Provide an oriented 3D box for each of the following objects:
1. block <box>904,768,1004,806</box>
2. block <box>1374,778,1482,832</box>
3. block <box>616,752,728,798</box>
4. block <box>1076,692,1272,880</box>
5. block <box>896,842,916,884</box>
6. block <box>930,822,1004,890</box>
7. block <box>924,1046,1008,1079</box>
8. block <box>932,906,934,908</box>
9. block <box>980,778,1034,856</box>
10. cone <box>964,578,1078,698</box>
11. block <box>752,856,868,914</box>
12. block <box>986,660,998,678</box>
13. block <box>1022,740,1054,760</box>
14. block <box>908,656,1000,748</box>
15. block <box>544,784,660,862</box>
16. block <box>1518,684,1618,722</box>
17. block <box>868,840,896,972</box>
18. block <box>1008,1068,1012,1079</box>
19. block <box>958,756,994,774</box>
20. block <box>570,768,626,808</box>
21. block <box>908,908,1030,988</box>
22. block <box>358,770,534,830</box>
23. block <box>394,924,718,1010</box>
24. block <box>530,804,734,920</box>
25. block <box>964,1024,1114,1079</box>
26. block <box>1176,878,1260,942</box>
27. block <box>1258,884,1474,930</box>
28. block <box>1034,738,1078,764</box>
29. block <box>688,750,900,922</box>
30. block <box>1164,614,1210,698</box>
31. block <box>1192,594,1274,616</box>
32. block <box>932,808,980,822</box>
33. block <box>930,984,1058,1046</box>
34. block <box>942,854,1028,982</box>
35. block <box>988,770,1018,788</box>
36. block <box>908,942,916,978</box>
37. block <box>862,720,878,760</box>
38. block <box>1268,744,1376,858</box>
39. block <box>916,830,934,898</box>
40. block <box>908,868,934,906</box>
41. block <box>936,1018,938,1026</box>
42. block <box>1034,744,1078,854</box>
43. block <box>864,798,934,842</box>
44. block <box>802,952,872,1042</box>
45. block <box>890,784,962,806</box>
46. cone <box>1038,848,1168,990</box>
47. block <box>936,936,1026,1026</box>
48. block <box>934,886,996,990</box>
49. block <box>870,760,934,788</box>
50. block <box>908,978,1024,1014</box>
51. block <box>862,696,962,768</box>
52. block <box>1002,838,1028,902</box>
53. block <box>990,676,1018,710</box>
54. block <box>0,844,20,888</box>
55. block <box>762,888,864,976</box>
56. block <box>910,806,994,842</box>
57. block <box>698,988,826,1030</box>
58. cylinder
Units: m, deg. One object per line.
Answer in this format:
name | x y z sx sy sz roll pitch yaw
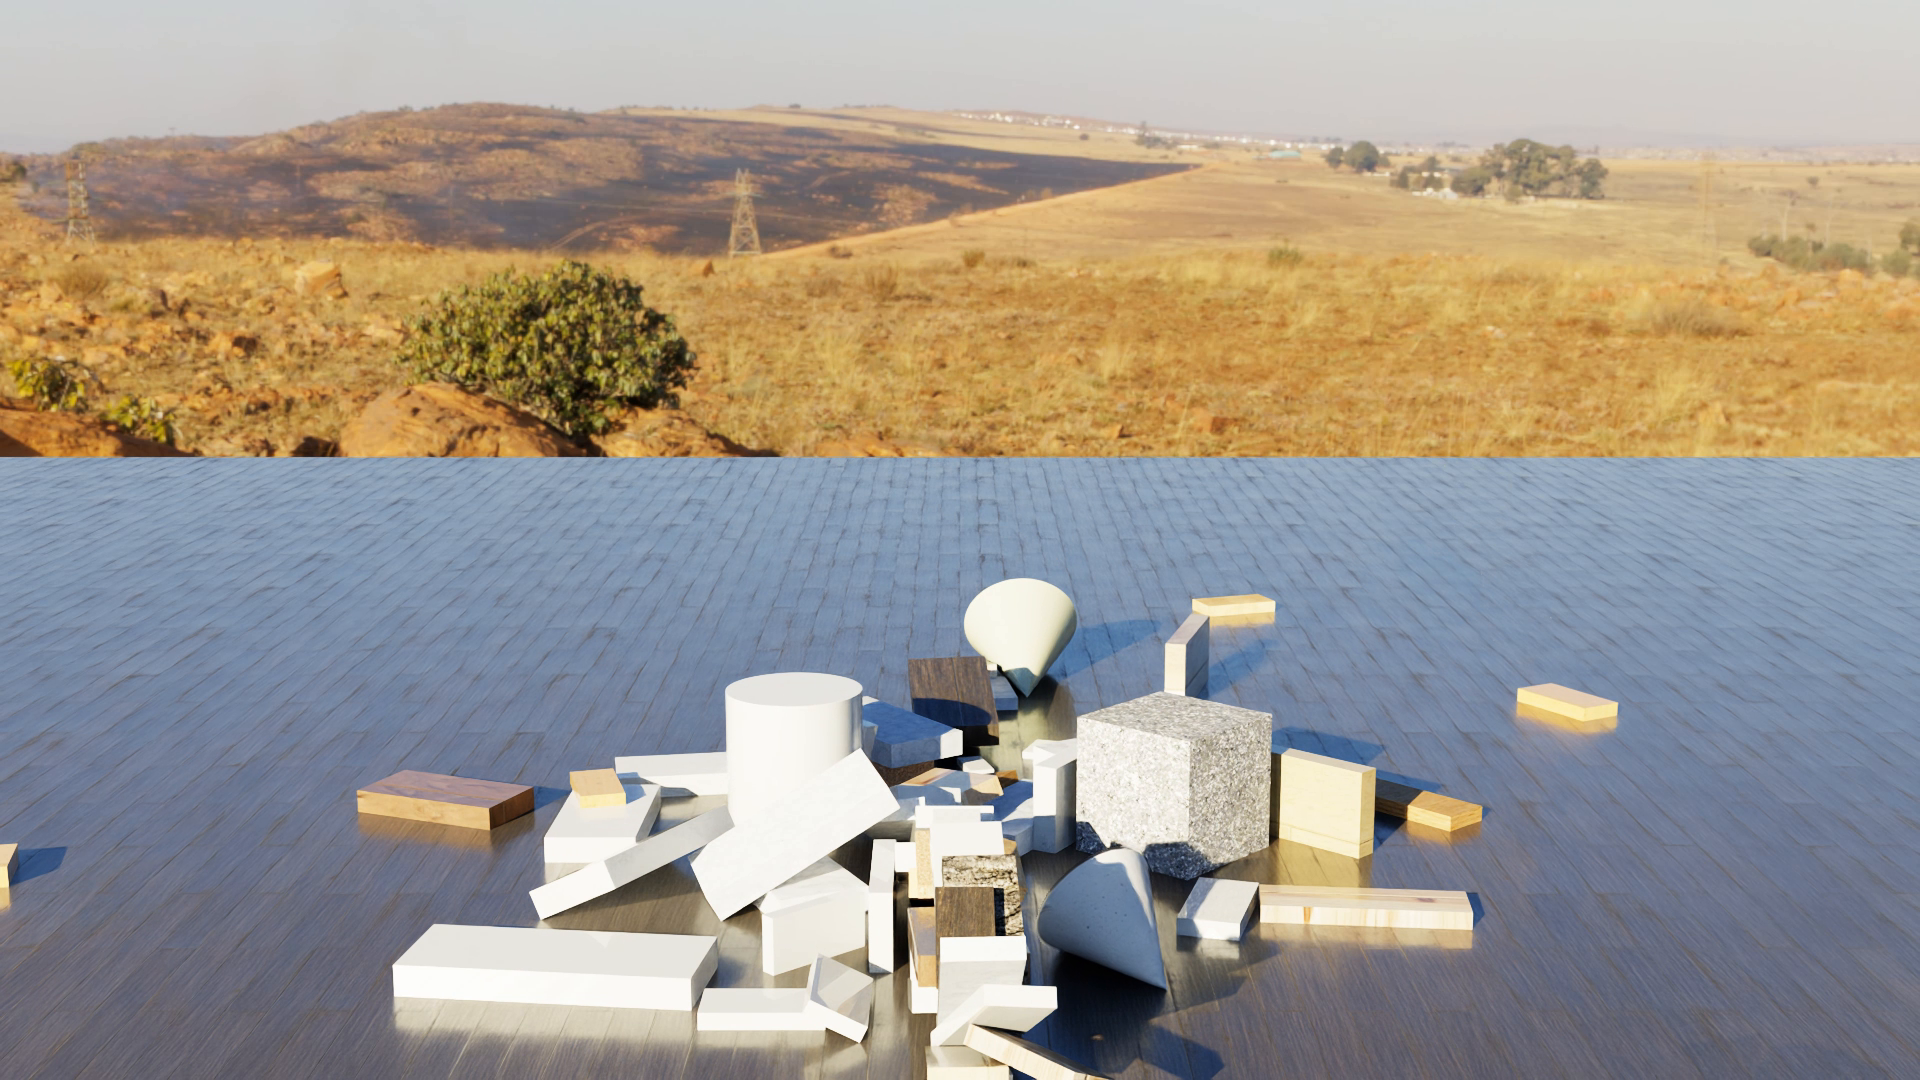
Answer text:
block | -0.037 0.465 4.022 0.126 0.036 0.252 -23 8 -25
block | 0.825 0.489 4.136 0.097 0.027 0.304 -9 14 -41
block | -0.521 0.456 4.278 0.292 0.041 0.146 -2 11 -10
block | 0.377 0.427 3.880 0.243 0.243 0.243 9 14 41
block | -0.023 0.525 3.569 0.158 0.045 0.316 -1 -12 -1
block | 0.014 0.466 2.990 0.099 0.028 0.198 -1 39 -4
block | 0.006 0.657 2.741 0.097 0.028 0.194 0 -5 -2
block | -0.020 0.582 3.453 0.049 0.014 0.097 -3 -5 12
block | 0.108 0.505 4.005 0.154 0.044 0.309 6 12 30
cone | 0.146 0.274 5.043 0.265 0.265 0.265 0 37 -2
block | -0.287 0.565 3.681 0.155 0.044 0.310 -5 12 -26
block | 0.016 0.297 5.082 0.101 0.029 0.202 -2 1 -10
block | 0.166 0.429 4.498 0.049 0.014 0.097 4 11 19
block | -0.016 0.338 4.619 0.168 0.048 0.336 -2 22 -4
block | -0.642 0.510 3.977 0.158 0.045 0.316 0 11 0
block | 1.338 0.357 4.848 0.100 0.028 0.200 -6 12 -29
block | -0.120 0.569 3.436 0.036 0.126 0.253 0 11 0
block | 0.013 0.698 2.864 0.097 0.028 0.194 0 -6 -3
block | 0.031 0.451 4.379 0.049 0.014 0.097 -3 11 -15
block | -0.671 0.459 4.067 0.081 0.023 0.162 -3 11 -16
block | 0.008 0.556 3.024 0.148 0.042 0.296 -1 3 -4
block | -0.963 0.485 4.119 0.292 0.041 0.146 4 11 22
block | -0.600 0.637 3.286 0.446 0.048 0.170 1 11 7
block | -0.538 0.532 3.654 0.170 0.048 0.340 -25 -3 30
block | 0.100 0.640 2.691 0.182 0.026 0.091 13 -8 46
block | 0.419 0.596 3.559 0.100 0.028 0.200 3 11 16
block | 0.655 0.595 3.566 0.334 0.028 0.100 1 11 6
block | 0.340 0.426 4.430 0.361 0.044 0.154 -7 13 -33
block | -0.276 0.483 3.629 0.340 0.048 0.170 -32 22 -7
block | 0.512 0.275 4.941 0.044 0.154 0.309 3 11 16
block | 0.727 0.173 5.838 0.194 0.027 0.097 -4 11 -19
block | -0.005 0.462 3.409 0.074 0.021 0.148 0 22 0
block | 0.040 0.606 2.772 0.091 0.026 0.267 5 -26 -14
block | 0.031 0.499 2.906 0.099 0.028 0.198 -1 39 -4
block | 0.021 0.464 4.163 0.162 0.023 0.081 -12 3 36
block | -0.001 0.608 3.241 0.148 0.042 0.296 -1 -5 -2
block | -0.305 0.382 4.235 0.292 0.146 0.041 18 9 27
block | 0.601 0.459 3.952 0.310 0.155 0.044 10 14 43
block | -0.026 0.485 3.297 0.078 0.022 0.156 -1 23 -2
block | 0.001 0.547 3.457 0.158 0.045 0.316 0 -12 0
block | 0.006 0.678 3.065 0.060 0.017 0.120 0 -4 -9
block | 0.235 0.448 4.011 0.044 0.155 0.338 6 12 30
block | -0.095 0.487 3.777 0.126 0.036 0.253 -6 -18 10
block | -0.174 0.654 3.151 0.090 0.025 0.180 26 9 -5
block | -0.120 0.473 3.853 0.126 0.036 0.252 8 -20 -32
cone | 0.256 0.609 3.318 0.202 0.202 0.202 -7 39 -34
block | 0.023 0.559 2.734 0.099 0.028 0.399 -1 -25 -2
block | 0.007 0.514 2.847 0.077 0.022 0.154 0 39 -2
block | -0.236 0.433 4.383 0.336 0.048 0.168 8 13 36
block | 0.004 0.630 3.054 0.148 0.042 0.296 0 -11 -3
block | -0.162 0.382 4.399 0.168 0.048 0.336 -8 13 -35
block | 0.052 0.481 3.266 0.078 0.022 0.156 19 15 -11
block | 0.067 0.343 4.924 0.097 0.027 0.194 -1 11 -7
block | -1.740 0.561 3.726 0.252 0.036 0.126 -3 11 -15
block | -0.223 0.599 3.373 0.180 0.090 0.026 -10 14 -42
block | -0.017 0.499 3.687 0.126 0.036 0.253 0 -23 -4
block | -0.281 0.673 3.154 0.180 0.026 0.090 0 11 0
cylinder | -0.303 0.395 4.035 0.250 0.250 0.250 0 11 0
